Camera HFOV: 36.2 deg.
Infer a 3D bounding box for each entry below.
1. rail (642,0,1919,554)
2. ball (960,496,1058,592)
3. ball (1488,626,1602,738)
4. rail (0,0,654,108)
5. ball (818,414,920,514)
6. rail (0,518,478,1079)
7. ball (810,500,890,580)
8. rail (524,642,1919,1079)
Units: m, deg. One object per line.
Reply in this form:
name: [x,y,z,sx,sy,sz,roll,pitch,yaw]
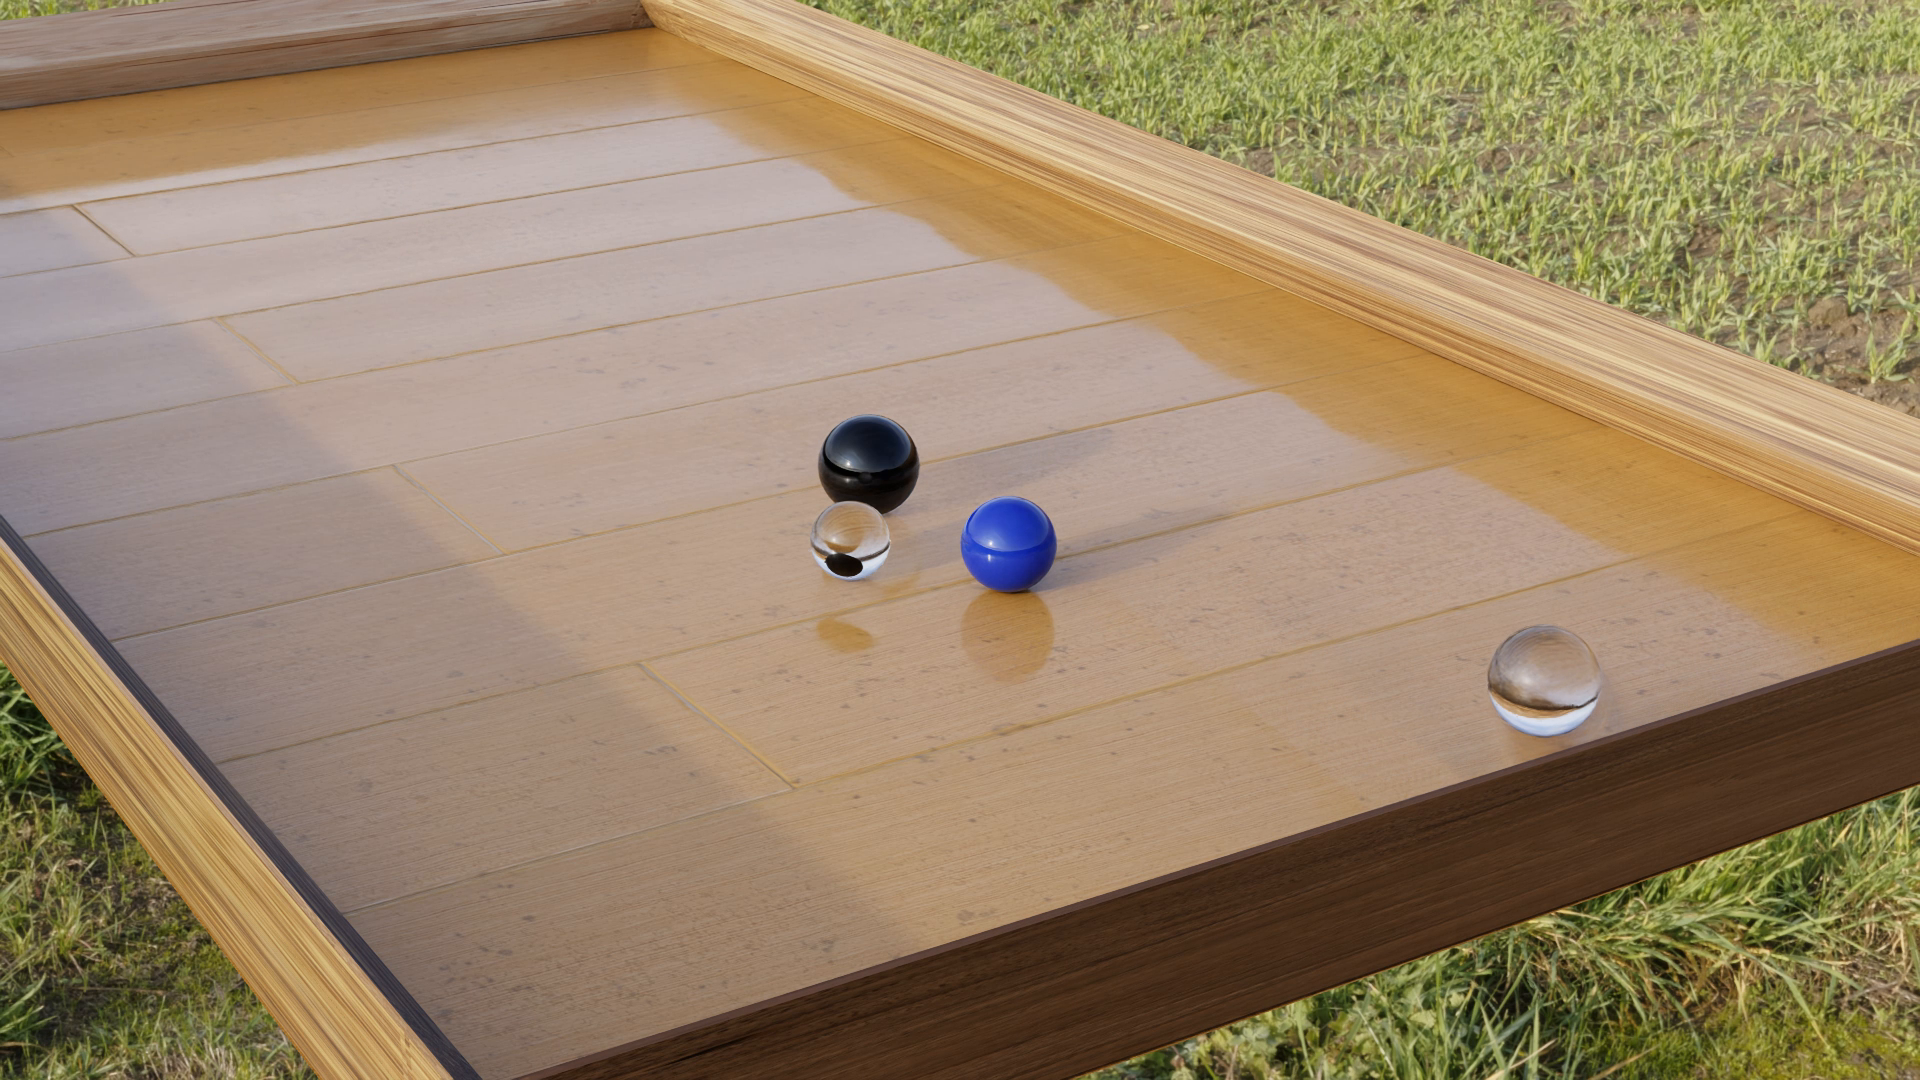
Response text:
rail: [0.232,-0.373,3.233,0.045,0.114,2.658,-13,26,-29]
ball: [0.039,0.003,2.369,0.078,0.078,0.078,0,22,0]
ball: [0.422,0.102,2.126,0.081,0.081,0.081,0,22,0]
rail: [-1.037,-0.658,3.927,1.415,0.114,0.045,-13,26,-29]
ball: [-0.078,-0.064,2.520,0.088,0.088,0.088,0,22,0]
rail: [-0.931,-0.099,2.568,0.045,0.114,2.658,-13,26,-29]
ball: [-0.089,0.000,2.393,0.066,0.066,0.066,0,22,0]
rail: [0.337,0.187,1.874,1.415,0.114,0.045,-13,26,-29]
